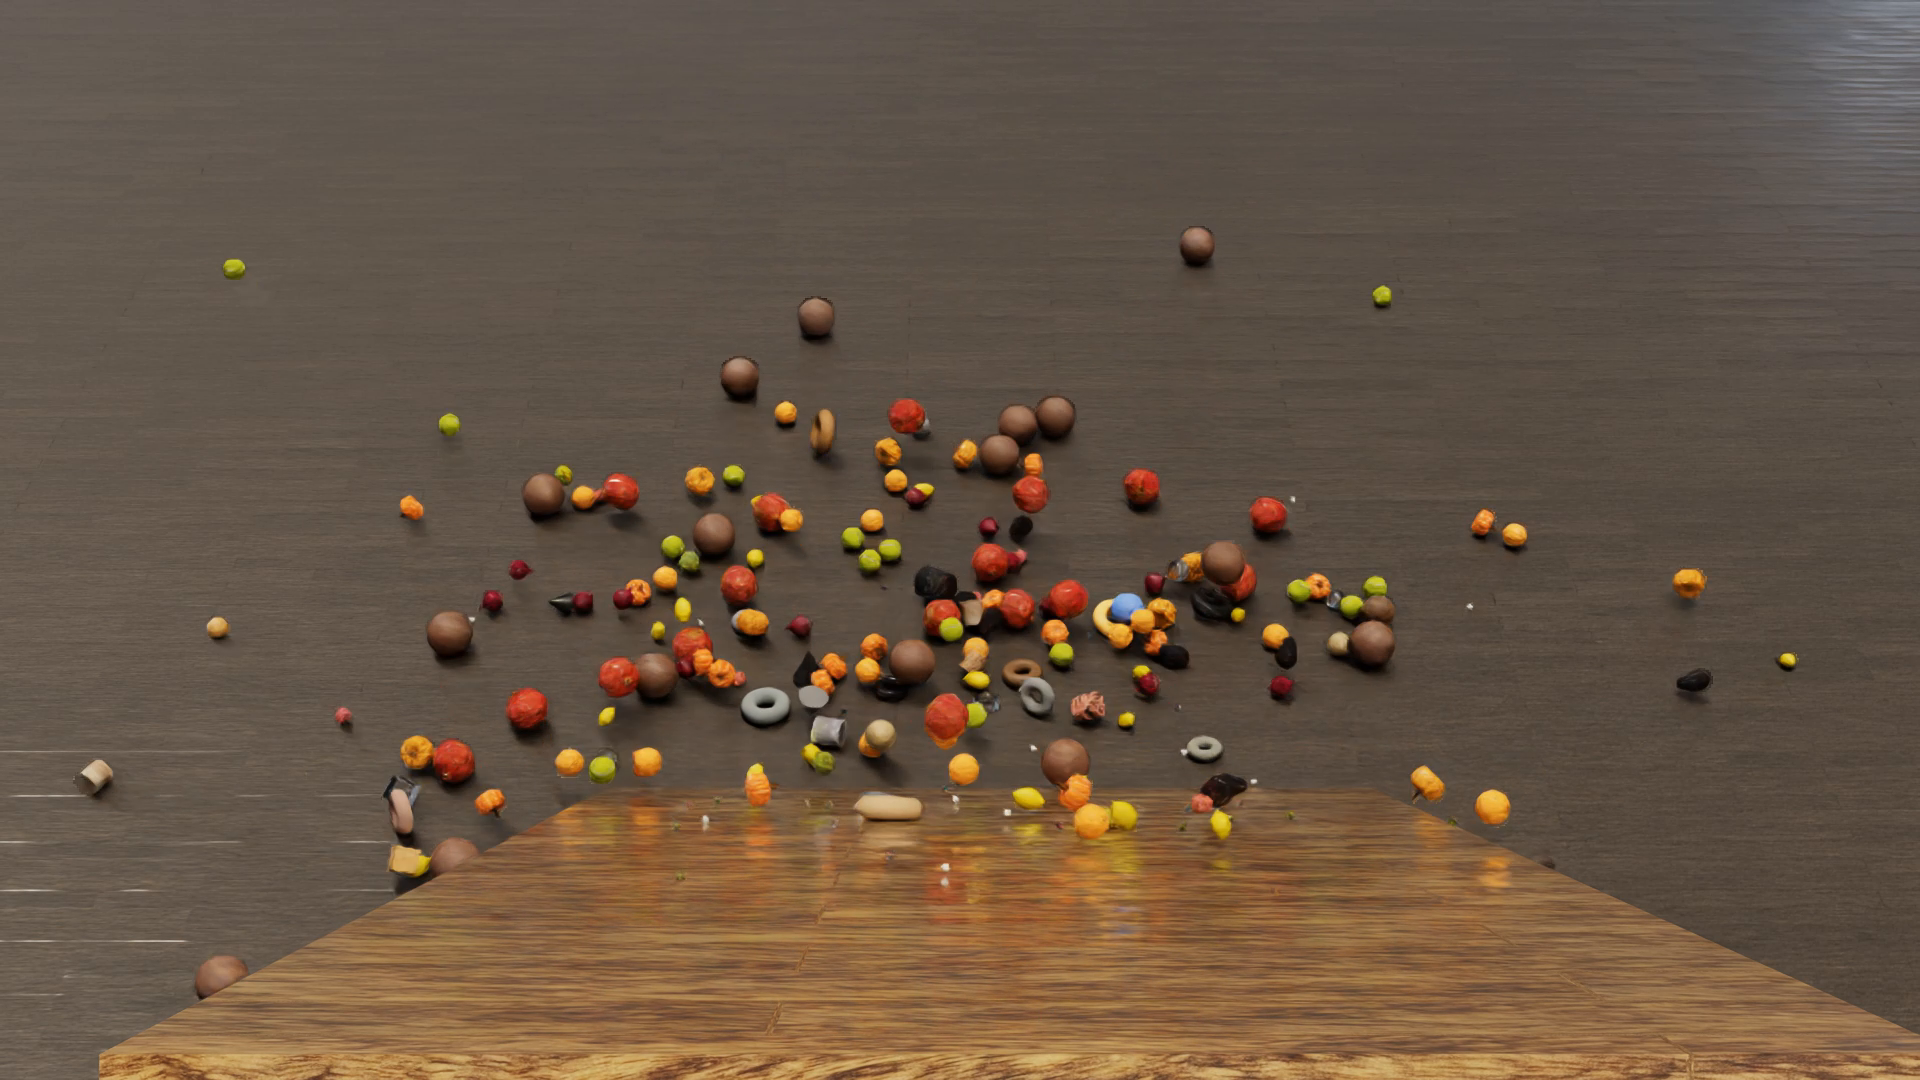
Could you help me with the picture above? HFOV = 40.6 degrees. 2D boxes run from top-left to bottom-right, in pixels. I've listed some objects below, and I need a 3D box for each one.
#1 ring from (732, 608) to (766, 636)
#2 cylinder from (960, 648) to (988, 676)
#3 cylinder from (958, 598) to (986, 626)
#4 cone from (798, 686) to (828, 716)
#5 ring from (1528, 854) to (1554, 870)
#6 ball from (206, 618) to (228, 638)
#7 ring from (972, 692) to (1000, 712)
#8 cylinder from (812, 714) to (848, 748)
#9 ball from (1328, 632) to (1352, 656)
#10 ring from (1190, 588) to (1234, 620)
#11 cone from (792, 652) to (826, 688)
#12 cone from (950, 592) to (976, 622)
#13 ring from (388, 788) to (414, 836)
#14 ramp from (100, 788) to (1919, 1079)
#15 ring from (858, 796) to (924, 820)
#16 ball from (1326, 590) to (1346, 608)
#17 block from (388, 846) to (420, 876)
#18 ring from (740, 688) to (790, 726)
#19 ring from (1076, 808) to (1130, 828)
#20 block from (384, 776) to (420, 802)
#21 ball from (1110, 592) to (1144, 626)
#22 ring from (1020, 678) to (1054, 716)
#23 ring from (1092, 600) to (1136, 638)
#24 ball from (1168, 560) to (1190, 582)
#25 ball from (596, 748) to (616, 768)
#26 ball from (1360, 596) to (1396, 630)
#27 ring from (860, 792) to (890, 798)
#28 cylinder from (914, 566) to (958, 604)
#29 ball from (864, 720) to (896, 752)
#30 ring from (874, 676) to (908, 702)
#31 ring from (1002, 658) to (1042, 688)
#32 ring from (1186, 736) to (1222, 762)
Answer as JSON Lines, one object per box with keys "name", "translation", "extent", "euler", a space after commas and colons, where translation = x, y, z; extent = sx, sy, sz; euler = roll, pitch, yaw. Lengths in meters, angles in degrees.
{"name": "ring", "translation": [-0.611, 0.237, 7.516], "extent": [0.103, 0.034, 0.103], "euler": [2, 37, -2]}
{"name": "cylinder", "translation": [0.039, 0.346, 7.309], "extent": [0.059, 0.059, 0.059], "euler": [36, 89, 41]}
{"name": "cylinder", "translation": [0.036, 0.210, 7.503], "extent": [0.069, 0.069, 0.069], "euler": [-10, 5, 1]}
{"name": "cone", "translation": [-0.411, 0.460, 7.143], "extent": [0.083, 0.083, 0.083], "euler": [9, 43, -8]}
{"name": "ring", "translation": [1.425, 0.845, 6.513], "extent": [0.148, 0.148, 0.049], "euler": [-18, 56, -25]}
{"name": "ball", "translation": [-2.136, 0.253, 7.469], "extent": [0.060, 0.060, 0.060], "euler": [0, 34, 0]}
{"name": "ring", "translation": [0.074, 0.450, 7.205], "extent": [0.078, 0.026, 0.078], "euler": [1, 33, -1]}
{"name": "cylinder", "translation": [-0.355, 0.521, 7.053], "extent": [0.077, 0.077, 0.077], "euler": [12, 36, 14]}
{"name": "ball", "translation": [1.081, 0.298, 7.393], "extent": [0.070, 0.070, 0.070], "euler": [0, 34, 0]}
{"name": "ring", "translation": [0.734, 0.186, 7.564], "extent": [0.131, 0.044, 0.131], "euler": [13, 33, -8]}
{"name": "cone", "translation": [-0.424, 0.350, 7.290], "extent": [0.098, 0.098, 0.098], "euler": [0, 34, 0]}
{"name": "cone", "translation": [-0.006, 0.192, 7.577], "extent": [0.093, 0.093, 0.093], "euler": [-19, 11, -25]}
{"name": "ring", "translation": [-1.451, 0.707, 6.737], "extent": [0.041, 0.122, 0.122], "euler": [-4, 31, -34]}
{"name": "ramp", "translation": [0.075, 0.650, 4.786], "extent": [2.000, 0.100, 4.000], "euler": [0, -1, 0]}
{"name": "ring", "translation": [-0.157, 0.600, 5.814], "extent": [0.149, 0.050, 0.149], "euler": [3, -4, 0]}
{"name": "ball", "translation": [1.100, 0.173, 7.591], "extent": [0.056, 0.056, 0.056], "euler": [0, 34, 0]}
{"name": "block", "translation": [-1.404, 0.809, 6.554], "extent": [0.062, 0.062, 0.062], "euler": [13, -15, -20]}
{"name": "ring", "translation": [-0.536, 0.460, 7.174], "extent": [0.139, 0.046, 0.139], "euler": [-1, 35, 0]}
{"name": "ring", "translation": [0.308, 0.600, 5.599], "extent": [0.117, 0.039, 0.117], "euler": [1, -2, 0]}
{"name": "block", "translation": [-1.468, 0.661, 6.827], "extent": [0.061, 0.061, 0.061], "euler": [25, -3, 13]}
{"name": "ball", "translation": [0.480, 0.199, 7.444], "extent": [0.097, 0.097, 0.097], "euler": [0, 34, 0]}
{"name": "ring", "translation": [0.213, 0.431, 7.159], "extent": [0.109, 0.109, 0.036], "euler": [25, 24, 33]}
{"name": "ring", "translation": [0.448, 0.228, 7.506], "extent": [0.130, 0.043, 0.130], "euler": [4, 51, -4]}
{"name": "ball", "translation": [0.643, 0.089, 7.632], "extent": [0.065, 0.065, 0.065], "euler": [0, 34, 0]}
{"name": "ball", "translation": [-0.951, 0.585, 6.979], "extent": [0.053, 0.053, 0.053], "euler": [0, 34, 0]}
{"name": "ball", "translation": [1.207, 0.209, 7.494], "extent": [0.097, 0.097, 0.097], "euler": [0, 34, 0]}
{"name": "ring", "translation": [-0.204, 0.624, 6.295], "extent": [0.077, 0.026, 0.077], "euler": [-1, 0, 0]}
{"name": "cylinder", "translation": [-0.071, 0.131, 7.599], "extent": [0.091, 0.091, 0.091], "euler": [17, 36, 41]}
{"name": "ball", "translation": [-0.212, 0.522, 6.941], "extent": [0.084, 0.084, 0.084], "euler": [0, 34, 0]}
{"name": "ring", "translation": [-0.193, 0.415, 7.253], "extent": [0.098, 0.033, 0.098], "euler": [-1, 34, 1]}
{"name": "ring", "translation": [0.174, 0.375, 7.306], "extent": [0.116, 0.039, 0.116], "euler": [-2, 32, 1]}
{"name": "ring", "translation": [0.662, 0.565, 7.025], "extent": [0.097, 0.032, 0.097], "euler": [-1, 29, 1]}
